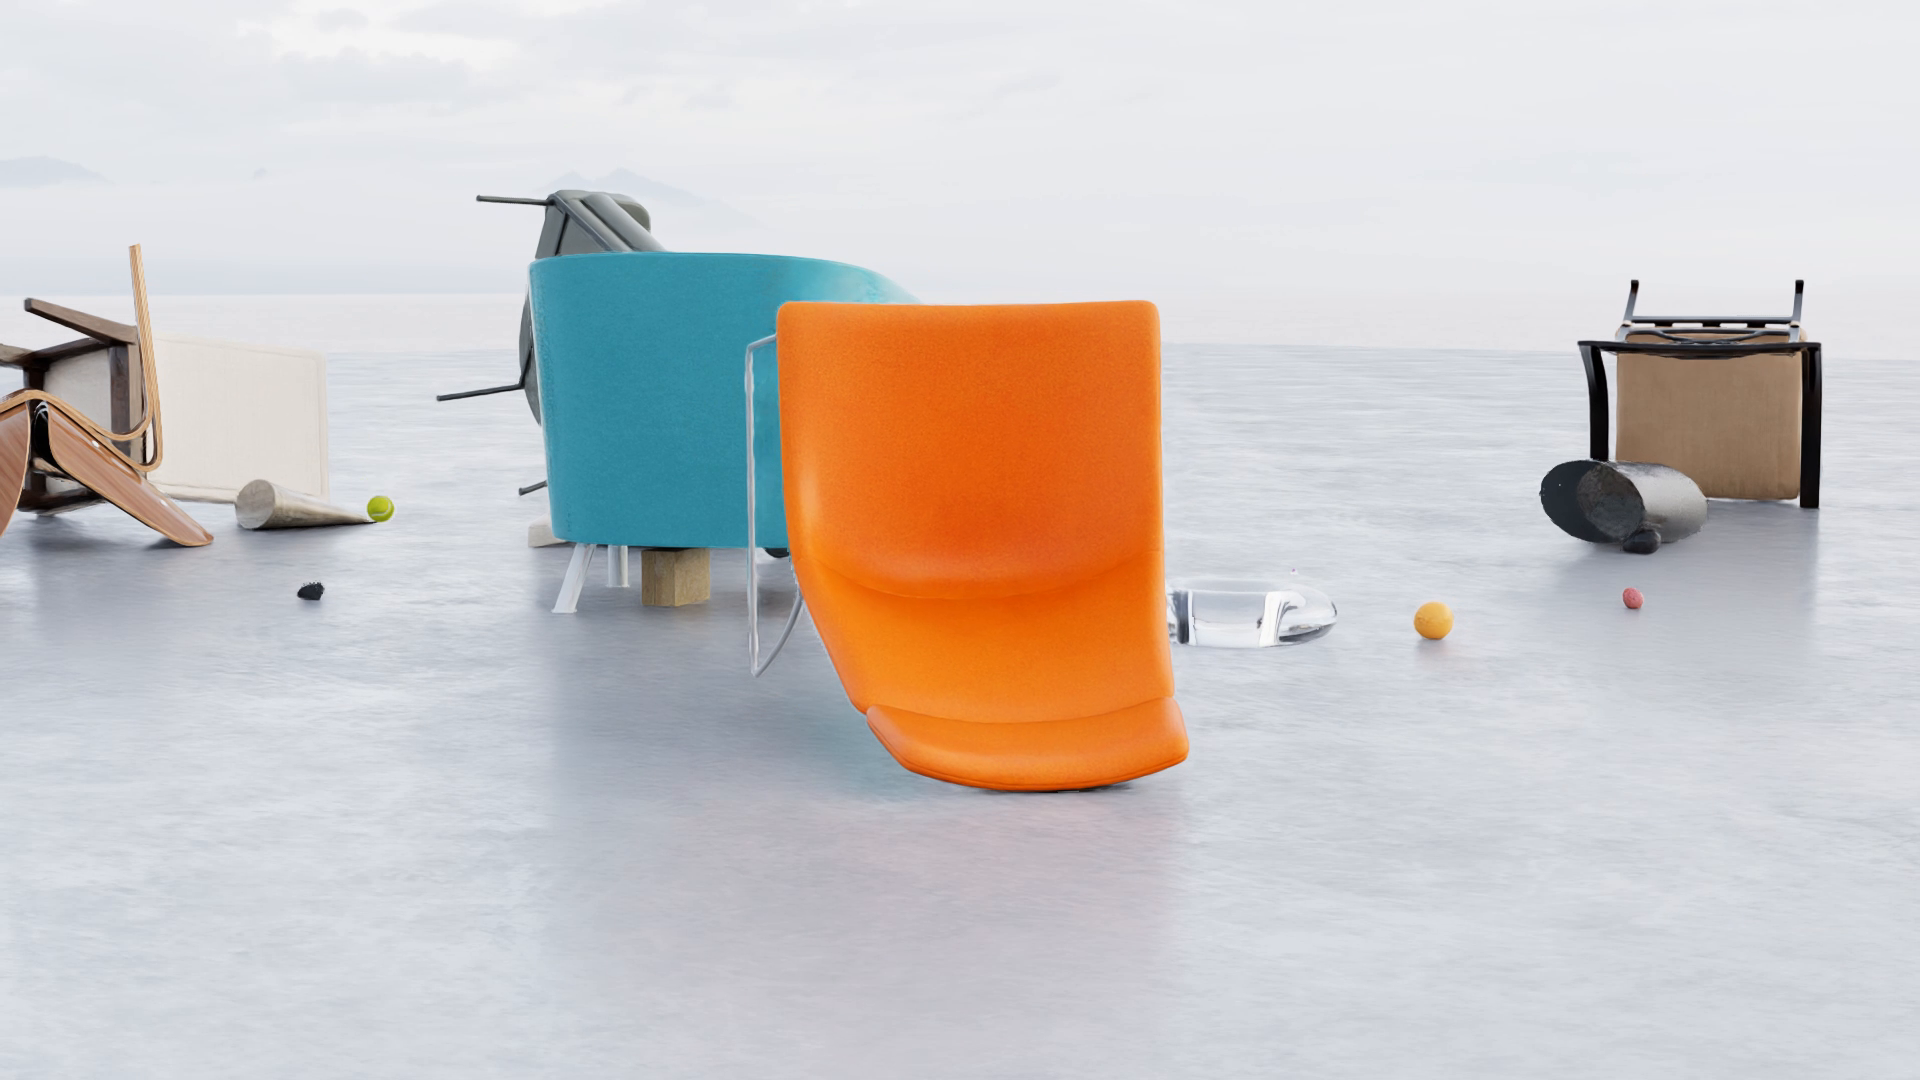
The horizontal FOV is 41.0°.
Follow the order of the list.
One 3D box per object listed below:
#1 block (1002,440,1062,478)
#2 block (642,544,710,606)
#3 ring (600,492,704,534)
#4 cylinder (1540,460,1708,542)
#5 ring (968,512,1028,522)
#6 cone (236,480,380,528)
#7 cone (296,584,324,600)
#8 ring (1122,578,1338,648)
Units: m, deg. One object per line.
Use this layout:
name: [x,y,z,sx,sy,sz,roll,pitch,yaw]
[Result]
block: [0.236,-0.271,8.502,0.153,0.111,0.209,-1,6,-11]
block: [-0.575,0.070,5.198,0.076,0.109,0.145,2,6,23]
ring: [-0.804,-0.071,6.696,0.272,0.059,0.347,-10,15,-14]
cylinder: [1.624,-0.094,6.279,0.289,0.191,0.308,22,16,42]
ring: [0.101,-0.060,6.904,0.165,0.020,0.160,1,6,16]
cone: [-1.692,-0.071,6.779,0.351,0.131,0.315,9,-6,-33]
cone: [-1.315,0.114,5.229,0.031,0.038,0.069,40,26,28]
ring: [0.489,0.131,4.667,0.394,0.099,0.348,2,5,13]
